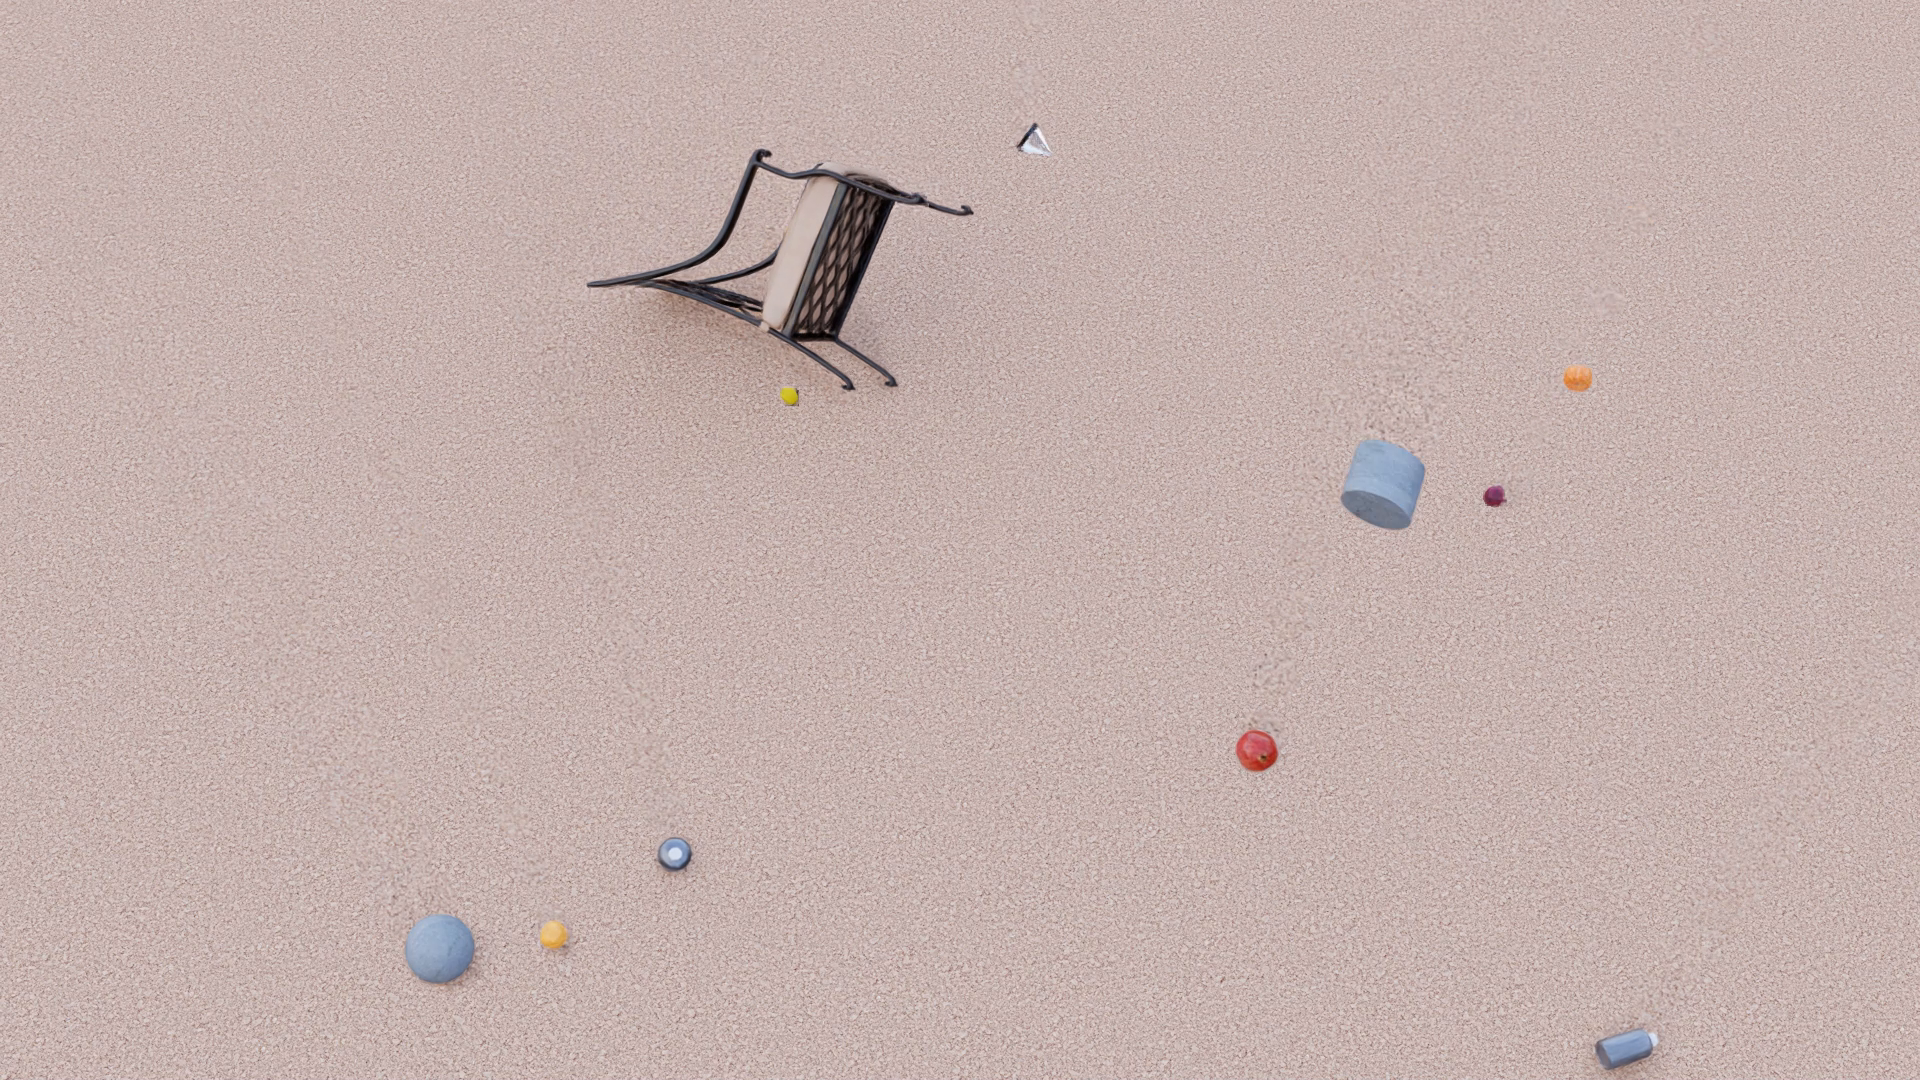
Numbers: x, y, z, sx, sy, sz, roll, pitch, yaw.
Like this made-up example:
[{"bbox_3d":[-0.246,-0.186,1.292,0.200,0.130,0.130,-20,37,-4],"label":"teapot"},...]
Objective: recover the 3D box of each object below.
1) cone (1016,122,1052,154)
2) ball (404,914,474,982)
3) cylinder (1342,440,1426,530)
[{"bbox_3d":[0.268,-1.337,7.443,0.115,0.101,0.113,36,75,-6],"label":"cone"},{"bbox_3d":[-1.361,1.068,5.750,0.178,0.178,0.178,0,56,0],"label":"ball"},{"bbox_3d":[1.123,-0.147,5.832,0.201,0.151,0.161,28,64,-13],"label":"cylinder"}]
